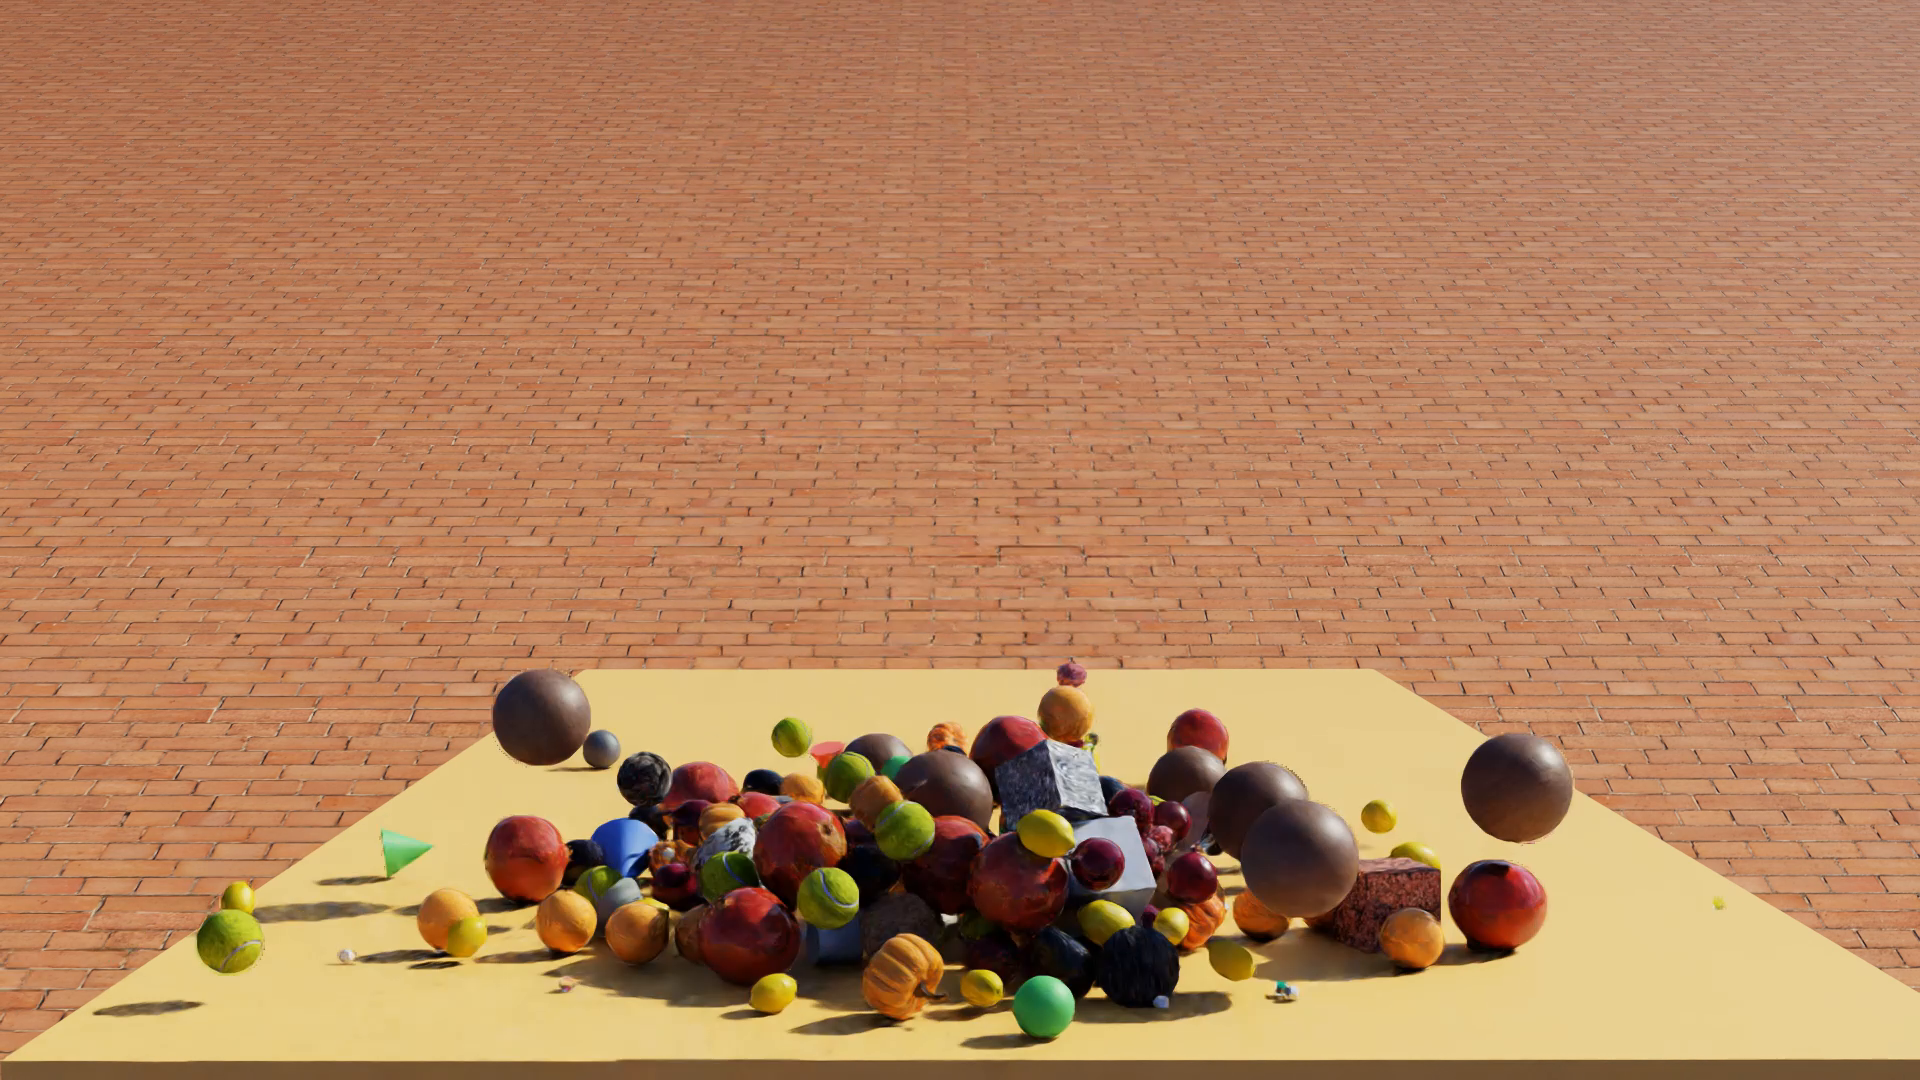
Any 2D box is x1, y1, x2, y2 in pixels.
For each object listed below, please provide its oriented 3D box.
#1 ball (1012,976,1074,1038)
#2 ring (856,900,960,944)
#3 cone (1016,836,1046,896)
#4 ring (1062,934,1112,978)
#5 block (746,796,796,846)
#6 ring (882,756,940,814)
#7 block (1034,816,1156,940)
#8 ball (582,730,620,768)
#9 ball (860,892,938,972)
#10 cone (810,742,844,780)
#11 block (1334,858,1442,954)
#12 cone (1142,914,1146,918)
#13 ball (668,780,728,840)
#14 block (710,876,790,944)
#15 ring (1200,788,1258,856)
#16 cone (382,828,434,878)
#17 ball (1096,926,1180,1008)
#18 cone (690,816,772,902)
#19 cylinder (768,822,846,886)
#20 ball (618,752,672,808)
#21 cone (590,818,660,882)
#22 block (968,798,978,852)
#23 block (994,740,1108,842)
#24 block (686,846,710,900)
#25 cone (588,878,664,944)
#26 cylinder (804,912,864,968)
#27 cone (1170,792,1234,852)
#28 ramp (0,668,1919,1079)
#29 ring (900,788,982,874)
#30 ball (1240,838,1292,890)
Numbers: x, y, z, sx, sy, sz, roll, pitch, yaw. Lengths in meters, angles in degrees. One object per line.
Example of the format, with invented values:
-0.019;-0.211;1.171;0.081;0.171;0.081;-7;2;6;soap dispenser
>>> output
0.085;0.476;2.626;0.063;0.063;0.063;0;22;0;ball
-0.064;0.463;3.114;0.130;0.043;0.130;0;1;0;ring
0.095;0.450;3.441;0.091;0.091;0.091;12;34;26;cone
0.180;0.473;2.933;0.125;0.042;0.125;-2;-1;0;ring
-0.283;0.420;3.855;0.063;0.063;0.063;-1;3;-13;block
-0.049;0.340;3.346;0.047;0.140;0.140;-39;35;-13;ring
0.154;0.386;2.945;0.096;0.096;0.096;-3;52;-19;block
-0.651;0.379;4.668;0.070;0.070;0.070;0;22;0;ball
-0.070;0.449;2.948;0.090;0.090;0.090;0;22;0;ball
-0.193;0.331;3.800;0.052;0.052;0.052;-8;17;2;cone
0.513;0.439;3.091;0.096;0.096;0.096;-1;3;-16;block
0.237;0.461;3.262;0.079;0.079;0.079;-19;29;-38;cone
-0.391;0.402;3.835;0.089;0.089;0.089;0;22;0;ball
-0.255;0.448;3.122;0.071;0.071;0.071;-2;-1;-31;block
0.374;0.393;3.581;0.036;0.109;0.109;36;34;15;ring
-0.759;0.427;3.551;0.070;0.070;0.070;-7;23;-15;cone
0.193;0.462;2.781;0.090;0.090;0.090;0;22;0;ball
-0.254;0.396;3.056;0.095;0.095;0.095;-22;58;-42;cone
-0.208;0.428;3.503;0.075;0.075;0.075;6;22;31;cylinder
-0.398;0.303;3.251;0.070;0.070;0.070;0;22;0;ball
-0.458;0.446;3.503;0.096;0.096;0.096;-2;30;-5;cone
-0.023;0.418;3.770;0.074;0.074;0.074;-1;2;-20;block
0.105;0.290;2.959;0.082;0.082;0.082;19;48;-44;block
-0.319;0.431;3.363;0.065;0.065;0.065;-9;-8;-12;block
-0.388;0.467;3.113;0.085;0.085;0.085;31;34;23;cone
-0.146;0.466;2.987;0.053;0.053;0.053;-22;29;-20;cylinder
0.376;0.433;3.796;0.095;0.095;0.095;30;5;-33;cone
0.052;0.470;4.535;2.000;0.100;4.000;0;3;0;ramp
-0.024;0.369;3.264;0.109;0.109;0.036;-8;-5;-19;ring
0.412;0.435;3.462;0.069;0.069;0.069;0;22;0;ball
